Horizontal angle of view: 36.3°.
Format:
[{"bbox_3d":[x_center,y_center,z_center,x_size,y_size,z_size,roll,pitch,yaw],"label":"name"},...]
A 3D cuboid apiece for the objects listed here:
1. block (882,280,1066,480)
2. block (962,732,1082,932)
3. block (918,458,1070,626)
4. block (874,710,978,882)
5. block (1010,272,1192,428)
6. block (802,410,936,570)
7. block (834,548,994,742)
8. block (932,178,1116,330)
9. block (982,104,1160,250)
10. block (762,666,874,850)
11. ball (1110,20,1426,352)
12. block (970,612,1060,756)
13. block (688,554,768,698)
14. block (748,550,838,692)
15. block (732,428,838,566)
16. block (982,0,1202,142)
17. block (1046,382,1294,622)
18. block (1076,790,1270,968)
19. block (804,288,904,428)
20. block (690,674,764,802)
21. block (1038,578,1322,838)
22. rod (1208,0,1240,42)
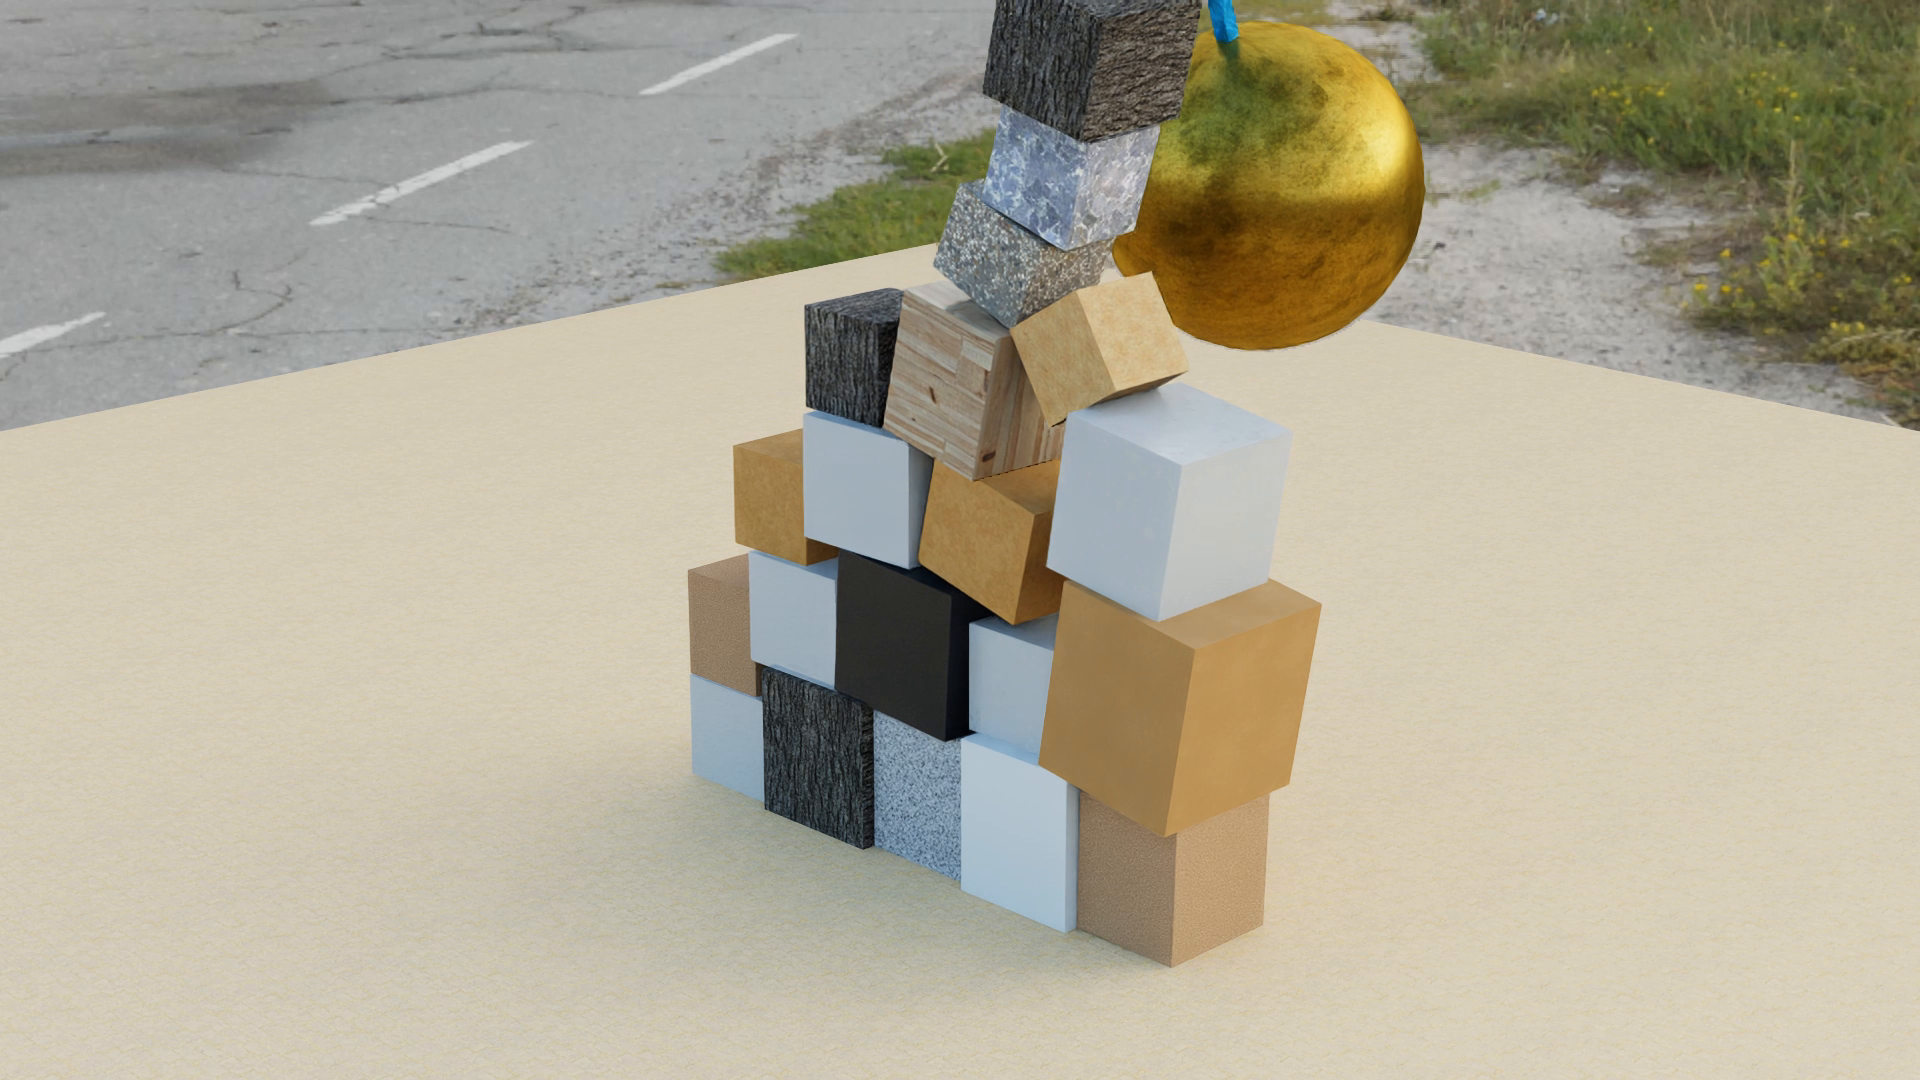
[{"bbox_3d":[0.154,-0.746,12.966,0.690,0.671,0.587,-16,36,-41],"label":"block"},{"bbox_3d":[0.478,1.231,13.200,0.694,0.736,0.641,-17,24,-42],"label":"block"},{"bbox_3d":[0.281,-0.065,13.030,0.596,0.543,0.639,-15,36,-41],"label":"block"},{"bbox_3d":[0.039,1.111,13.664,0.617,0.687,0.627,-17,24,-42],"label":"block"},{"bbox_3d":[0.594,-0.808,12.439,0.464,0.453,0.456,-18,-6,-41],"label":"block"},{"bbox_3d":[-0.247,-0.294,13.497,0.681,0.589,0.655,17,24,41],"label":"block"},{"bbox_3d":[-0.058,0.400,13.523,0.699,0.706,0.755,-16,27,-41],"label":"block"},{"bbox_3d":[0.277,-1.256,12.681,0.469,0.423,0.533,-17,48,-42],"label":"block"},{"bbox_3d":[0.465,-1.589,12.365,0.493,0.494,0.451,35,38,31],"label":"block"},{"bbox_3d":[-0.440,0.955,14.102,0.735,0.723,0.697,-17,24,-42],"label":"block"},{"bbox_3d":[1.467,-1.726,14.337,1.600,1.600,1.600,0,17,0],"label":"ball"},{"bbox_3d":[0.429,0.611,13.103,0.547,0.506,0.549,-16,24,-41],"label":"block"},{"bbox_3d":[-0.953,0.392,14.466,0.587,0.535,0.491,-17,24,-42],"label":"block"},{"bbox_3d":[-0.558,0.313,14.027,0.650,0.546,0.613,-16,24,-42],"label":"block"},{"bbox_3d":[-0.697,-0.224,14.016,0.570,0.485,0.511,-17,24,-42],"label":"block"},{"bbox_3d":[0.543,-2.038,12.106,0.569,0.524,0.618,32,36,34],"label":"block"},{"bbox_3d":[0.883,-0.171,12.379,0.632,0.707,0.725,27,31,37],"label":"block"},{"bbox_3d":[0.931,1.394,12.815,0.615,0.645,0.552,-17,25,-42],"label":"block"},{"bbox_3d":[-0.347,-0.842,13.451,0.527,0.482,0.501,-16,24,-41],"label":"block"},{"bbox_3d":[-0.905,0.912,14.574,0.621,0.521,0.597,-17,24,-42],"label":"block"},{"bbox_3d":[0.938,0.622,12.576,0.825,0.880,0.741,-17,33,-42],"label":"block"},{"bbox_3d":[0.636,-4.520,12.587,0.080,5.200,0.080,17,44,42],"label":"rod"}]
